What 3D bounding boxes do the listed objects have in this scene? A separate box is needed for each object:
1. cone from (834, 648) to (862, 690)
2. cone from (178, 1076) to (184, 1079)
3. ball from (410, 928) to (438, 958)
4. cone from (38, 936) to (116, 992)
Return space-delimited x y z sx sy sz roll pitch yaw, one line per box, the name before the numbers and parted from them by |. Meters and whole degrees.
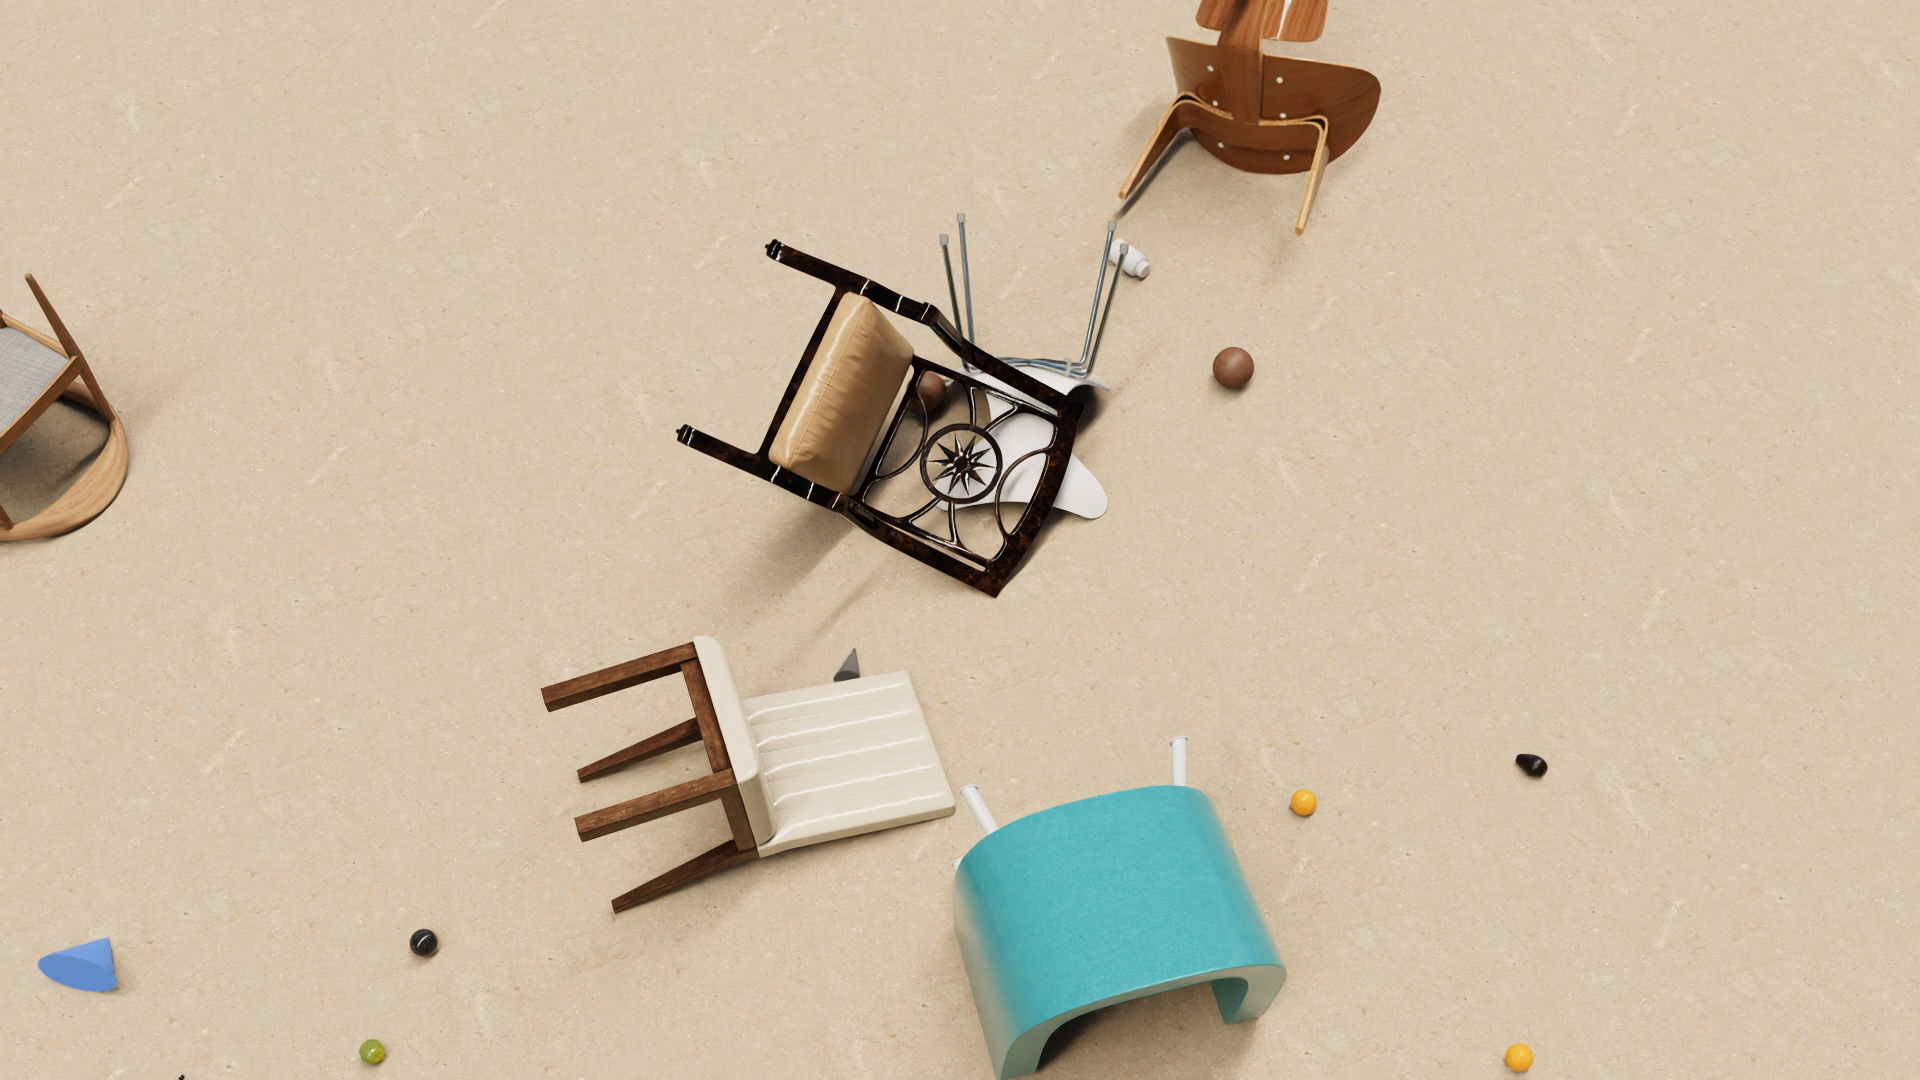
cone | -0.312 0.354 6.314 0.082 0.075 0.140 -20 34 24
cone | -1.981 1.430 5.597 0.087 0.061 0.097 -40 82 -27
ball | -1.418 1.065 5.815 0.075 0.075 0.075 0 56 0
cone | -2.287 1.095 5.805 0.237 0.119 0.145 7 33 14
